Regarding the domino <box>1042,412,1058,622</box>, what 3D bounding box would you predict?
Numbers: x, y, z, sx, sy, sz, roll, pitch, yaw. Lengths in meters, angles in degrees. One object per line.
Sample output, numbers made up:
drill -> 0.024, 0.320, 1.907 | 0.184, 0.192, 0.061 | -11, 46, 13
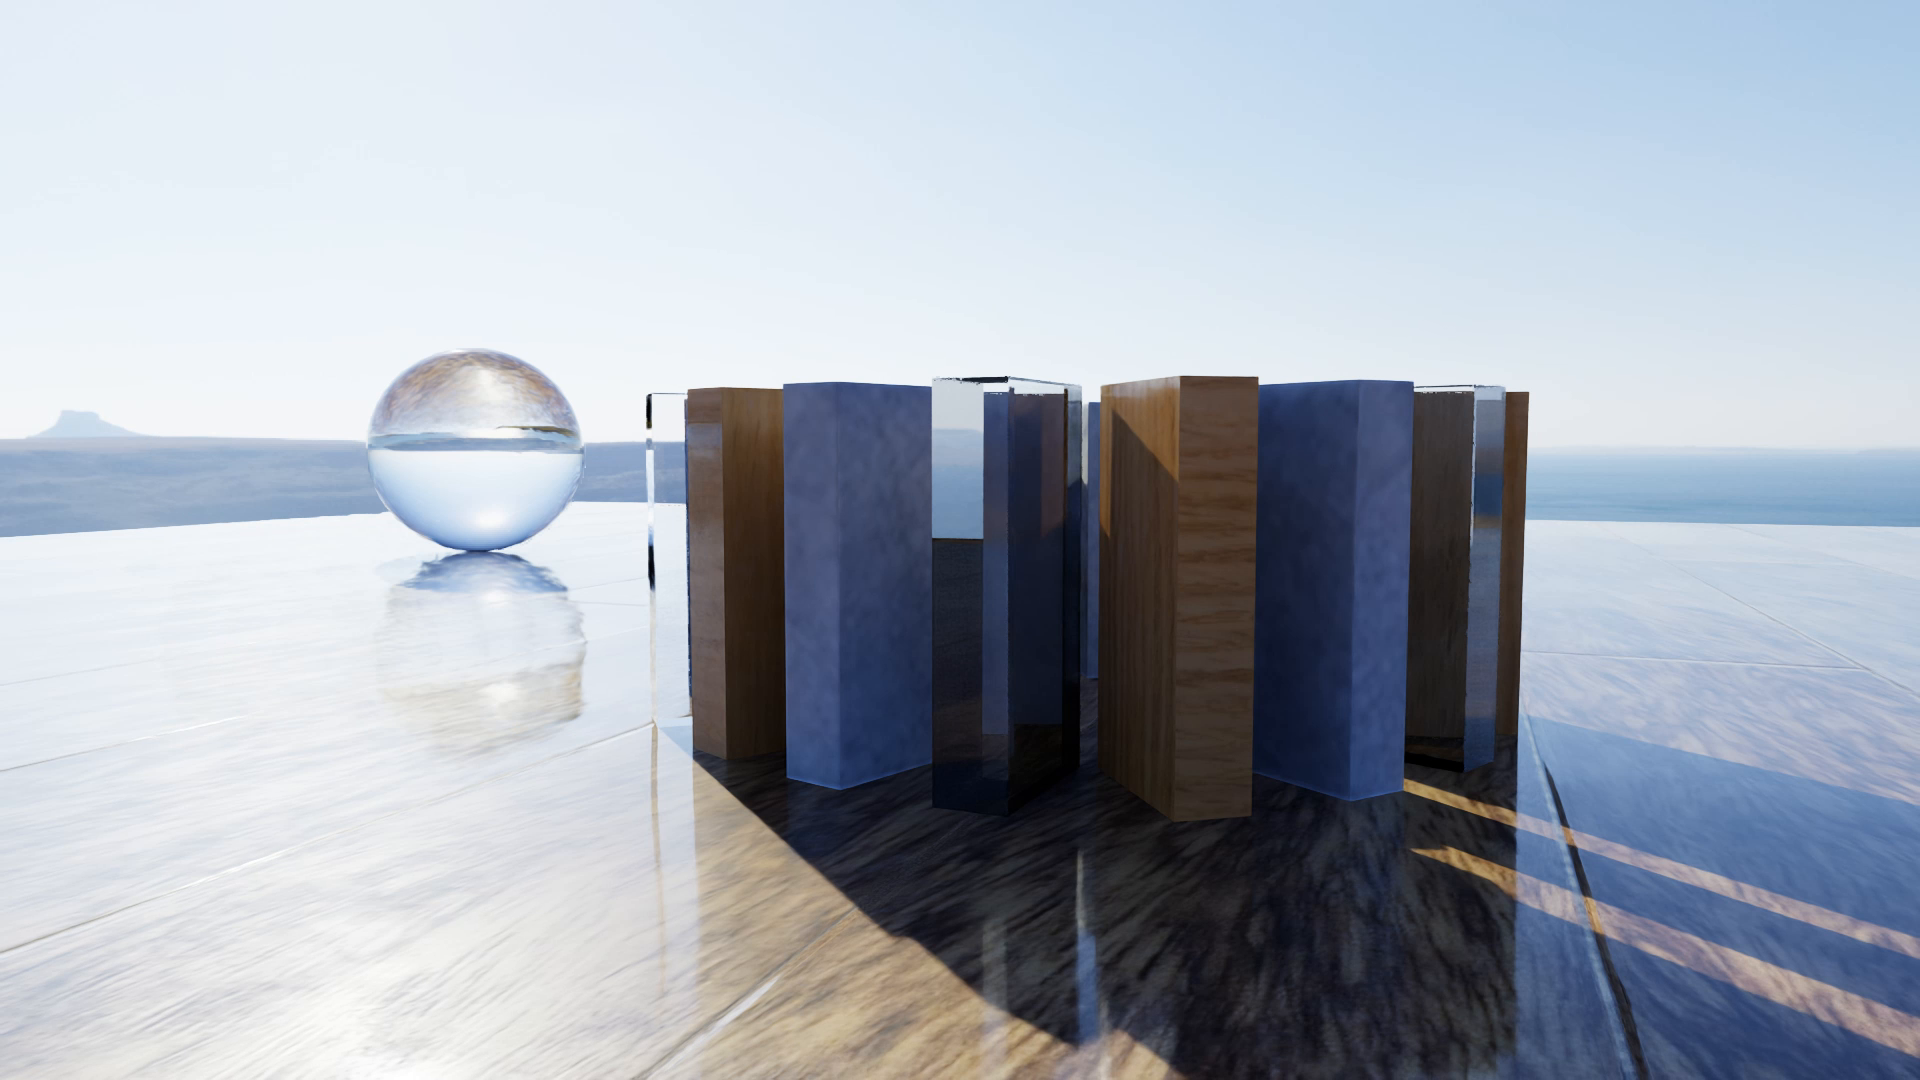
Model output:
domino -> 0.029, -0.005, 0.304 | 0.025, 0.050, 0.009 | 3, 5, 38

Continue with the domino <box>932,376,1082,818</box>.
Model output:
domino -> 0.006, 0.006, 0.158 | 0.009, 0.050, 0.025 | 2, 5, 24

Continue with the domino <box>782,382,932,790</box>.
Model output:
domino -> -0.011, 0.005, 0.169 | 0.010, 0.050, 0.025 | 3, 5, 39

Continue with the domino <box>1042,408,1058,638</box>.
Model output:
domino -> 0.016, -0.004, 0.289 | 0.025, 0.050, 0.009 | 3, 6, 39

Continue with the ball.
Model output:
ball -> -0.189, -0.035, 0.503 | 0.080, 0.080, 0.080 | 0, 4, 0

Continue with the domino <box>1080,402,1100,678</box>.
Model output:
domino -> 0.026, -0.001, 0.244 | 0.009, 0.050, 0.025 | -1, 4, -9

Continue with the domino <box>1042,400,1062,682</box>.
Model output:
domino -> 0.008, 0.000, 0.238 | 0.009, 0.050, 0.025 | -3, 5, -31

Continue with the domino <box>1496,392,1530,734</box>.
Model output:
domino -> 0.070, 0.003, 0.193 | 0.025, 0.050, 0.009 | 1, 4, 10

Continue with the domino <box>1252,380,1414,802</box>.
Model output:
domino -> 0.044, 0.005, 0.164 | 0.010, 0.050, 0.025 | -3, 5, -32

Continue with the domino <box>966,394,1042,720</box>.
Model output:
domino -> 0.000, 0.002, 0.201 | 0.025, 0.050, 0.010 | 0, 4, 0

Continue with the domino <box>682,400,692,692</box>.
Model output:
domino -> -0.034, 0.001, 0.219 | 0.025, 0.050, 0.009 | 2, 5, 22

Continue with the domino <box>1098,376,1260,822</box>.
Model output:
domino -> 0.026, 0.006, 0.156 | 0.009, 0.050, 0.025 | -1, 4, -14

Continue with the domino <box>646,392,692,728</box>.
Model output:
domino -> -0.035, 0.003, 0.199 | 0.025, 0.050, 0.009 | -1, 5, -19

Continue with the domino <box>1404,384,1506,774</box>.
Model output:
domino -> 0.060, 0.004, 0.176 | 0.009, 0.050, 0.025 | -4, 6, -44

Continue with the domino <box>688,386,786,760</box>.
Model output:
domino -> -0.025, 0.004, 0.183 | 0.025, 0.050, 0.009 | -4, 6, -40
